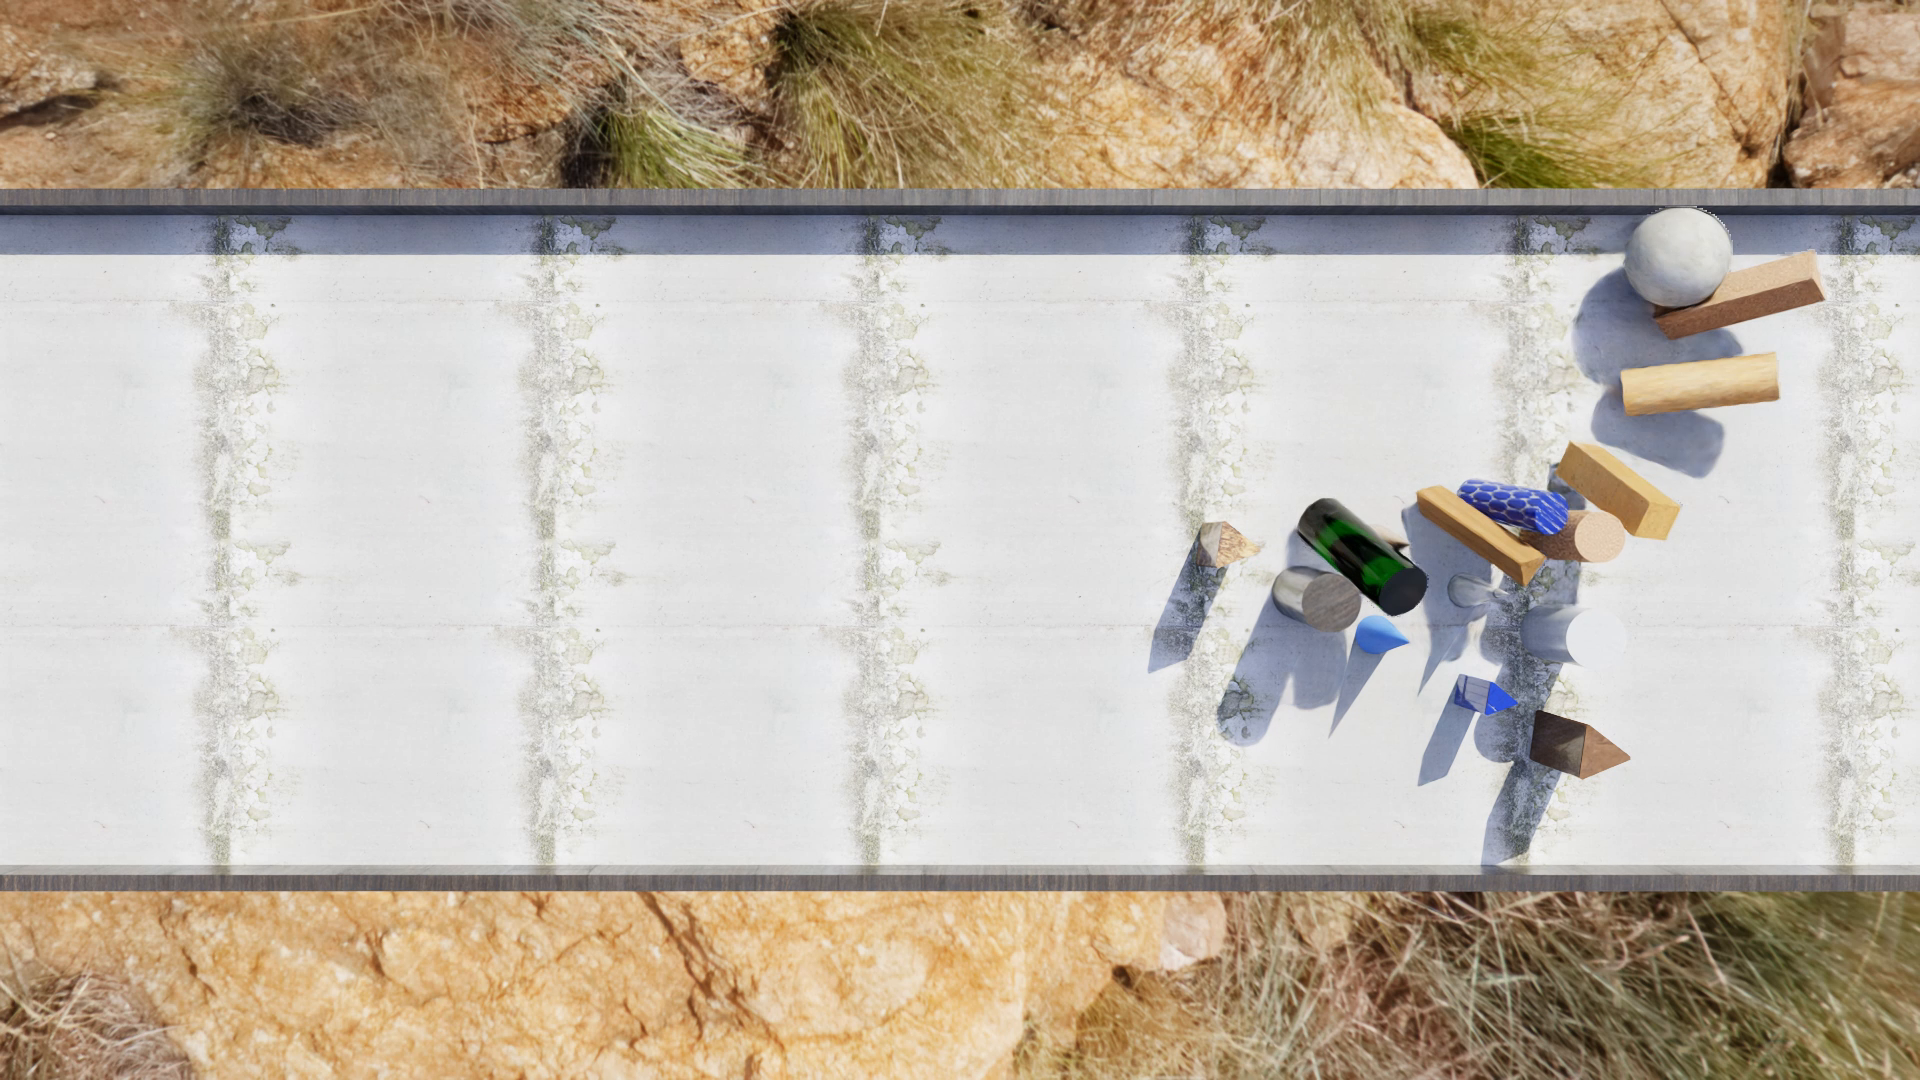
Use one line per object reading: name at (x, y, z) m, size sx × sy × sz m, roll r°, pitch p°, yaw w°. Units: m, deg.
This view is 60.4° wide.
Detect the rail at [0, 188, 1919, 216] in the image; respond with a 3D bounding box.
rail at (-2.247, -1.025, 5.002) m, size 12.000 × 0.150 × 0.050 m, roll 0°, pitch 90°, yaw 0°

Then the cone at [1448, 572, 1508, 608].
cone at (1.555, 0.154, 4.870) m, size 0.110 × 0.412 × 0.110 m, roll 0°, pitch 90°, yaw 0°

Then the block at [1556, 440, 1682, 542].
block at (1.933, -0.149, 4.859) m, size 0.111 × 0.415 × 0.111 m, roll 7°, pitch 116°, yaw -19°

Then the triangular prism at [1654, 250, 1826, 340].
triangular prism at (2.300, -0.719, 4.892) m, size 0.439 × 0.128 × 0.148 m, roll -14°, pitch 90°, yaw 36°

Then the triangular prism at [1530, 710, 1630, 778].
triangular prism at (1.802, 0.585, 4.871) m, size 0.154 × 0.411 × 0.133 m, roll -22°, pitch 90°, yaw 0°

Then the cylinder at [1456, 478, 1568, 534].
cylinder at (1.635, -0.102, 4.896) m, size 0.122 × 0.342 × 0.122 m, roll -4°, pitch 101°, yaw -22°

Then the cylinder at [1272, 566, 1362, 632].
cylinder at (1.041, 0.169, 4.844) m, size 0.167 × 0.459 × 0.167 m, roll 0°, pitch 92°, yaw 0°

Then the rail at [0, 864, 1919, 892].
rail at (-2.247, 1.025, 5.001) m, size 12.000 × 0.150 × 0.050 m, roll 0°, pitch 90°, yaw 0°

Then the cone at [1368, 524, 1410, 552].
cone at (1.282, 0.014, 4.890) m, size 0.129 × 0.369 × 0.129 m, roll 0°, pitch 90°, yaw -2°

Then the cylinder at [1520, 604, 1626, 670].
cylinder at (1.809, 0.282, 4.882) m, size 0.172 × 0.389 × 0.172 m, roll 0°, pitch 90°, yaw 0°

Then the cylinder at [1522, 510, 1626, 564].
cylinder at (1.808, -0.012, 4.877) m, size 0.147 × 0.393 × 0.147 m, roll 0°, pitch 91°, yaw -3°

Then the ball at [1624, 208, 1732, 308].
ball at (2.116, -0.833, 4.866) m, size 0.292 × 0.292 × 0.292 m, roll 0°, pitch 90°, yaw 0°

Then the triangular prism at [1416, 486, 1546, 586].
triangular prism at (1.524, -0.029, 4.885) m, size 0.090 × 0.427 × 0.104 m, roll 20°, pitch 108°, yaw -44°

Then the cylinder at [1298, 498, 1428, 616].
cylinder at (1.179, 0.044, 4.854) m, size 0.160 × 0.435 × 0.160 m, roll -11°, pitch 122°, yaw -18°

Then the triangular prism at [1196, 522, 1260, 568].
triangular prism at (0.769, 0.000, 4.874) m, size 0.133 × 0.404 × 0.115 m, roll -21°, pitch 90°, yaw 0°

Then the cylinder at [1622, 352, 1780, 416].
cylinder at (2.206, -0.462, 4.922) m, size 0.417 × 0.143 × 0.143 m, roll -5°, pitch 90°, yaw 26°

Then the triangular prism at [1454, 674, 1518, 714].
triangular prism at (1.553, 0.450, 4.923) m, size 0.096 × 0.307 × 0.084 m, roll -20°, pitch 90°, yaw 0°

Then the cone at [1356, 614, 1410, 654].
cone at (1.278, 0.291, 4.876) m, size 0.121 × 0.401 × 0.121 m, roll 0°, pitch 90°, yaw 0°
